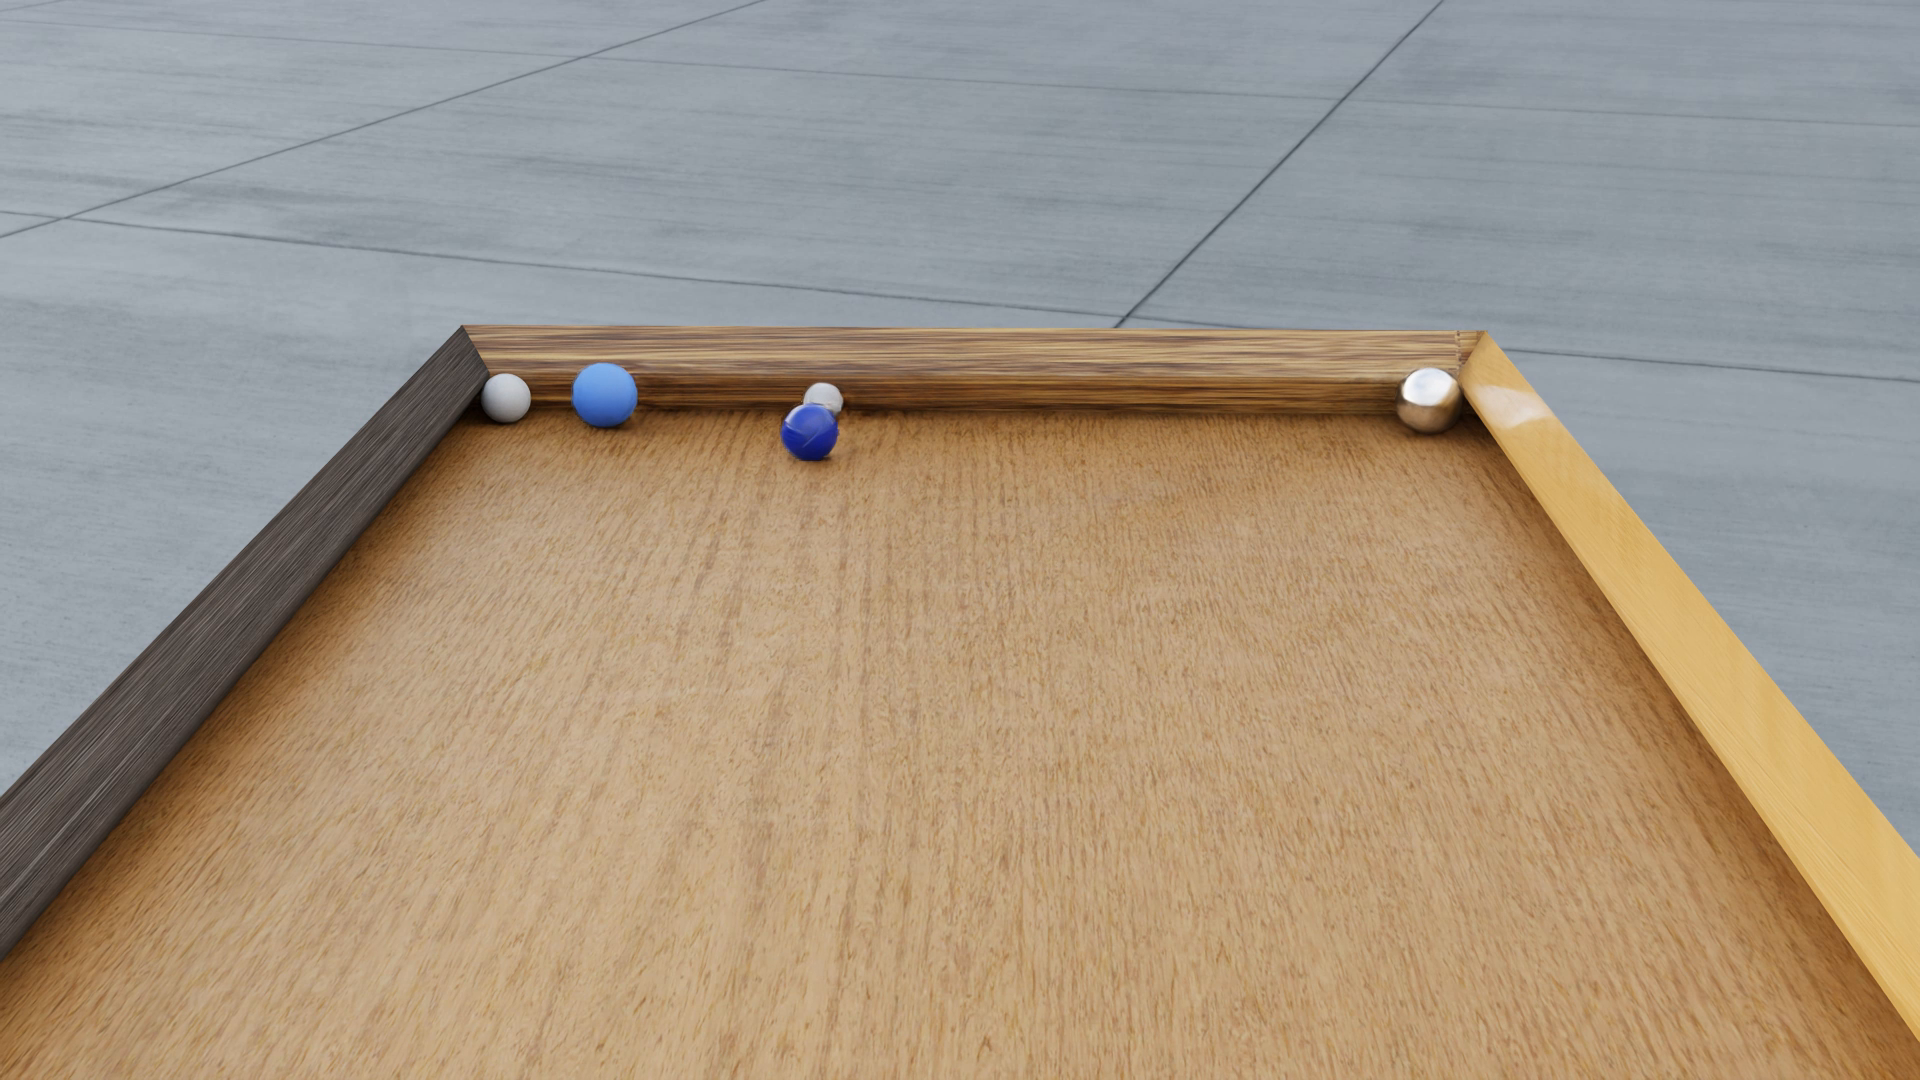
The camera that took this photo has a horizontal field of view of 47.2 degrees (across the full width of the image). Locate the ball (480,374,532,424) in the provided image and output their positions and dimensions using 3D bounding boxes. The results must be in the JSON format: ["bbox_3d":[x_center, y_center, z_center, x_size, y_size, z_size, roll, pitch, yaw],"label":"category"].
[{"bbox_3d":[-0.613,-0.191,2.966,0.067,0.067,0.067,0,20,0],"label":"ball"}]

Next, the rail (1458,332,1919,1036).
[{"bbox_3d":[0.659,0.198,1.795,0.045,0.116,2.551,0,20,1],"label":"rail"}]

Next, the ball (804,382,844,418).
[{"bbox_3d":[-0.185,-0.186,2.973,0.053,0.053,0.053,0,20,0],"label":"ball"}]

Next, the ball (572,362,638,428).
[{"bbox_3d":[-0.475,-0.194,2.945,0.086,0.086,0.086,0,20,0],"label":"ball"}]

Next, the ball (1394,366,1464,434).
[{"bbox_3d":[0.622,-0.185,2.916,0.089,0.089,0.089,0,20,0],"label":"ball"}]

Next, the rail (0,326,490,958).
[{"bbox_3d":[-0.690,0.187,1.825,0.045,0.116,2.551,0,20,1],"label":"rail"}]

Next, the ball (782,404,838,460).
[{"bbox_3d":[-0.191,-0.138,2.810,0.072,0.072,0.072,0,20,0],"label":"ball"}]

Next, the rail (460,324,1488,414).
[{"bbox_3d":[0.015,-0.226,2.989,1.396,0.116,0.045,0,20,1],"label":"rail"}]
